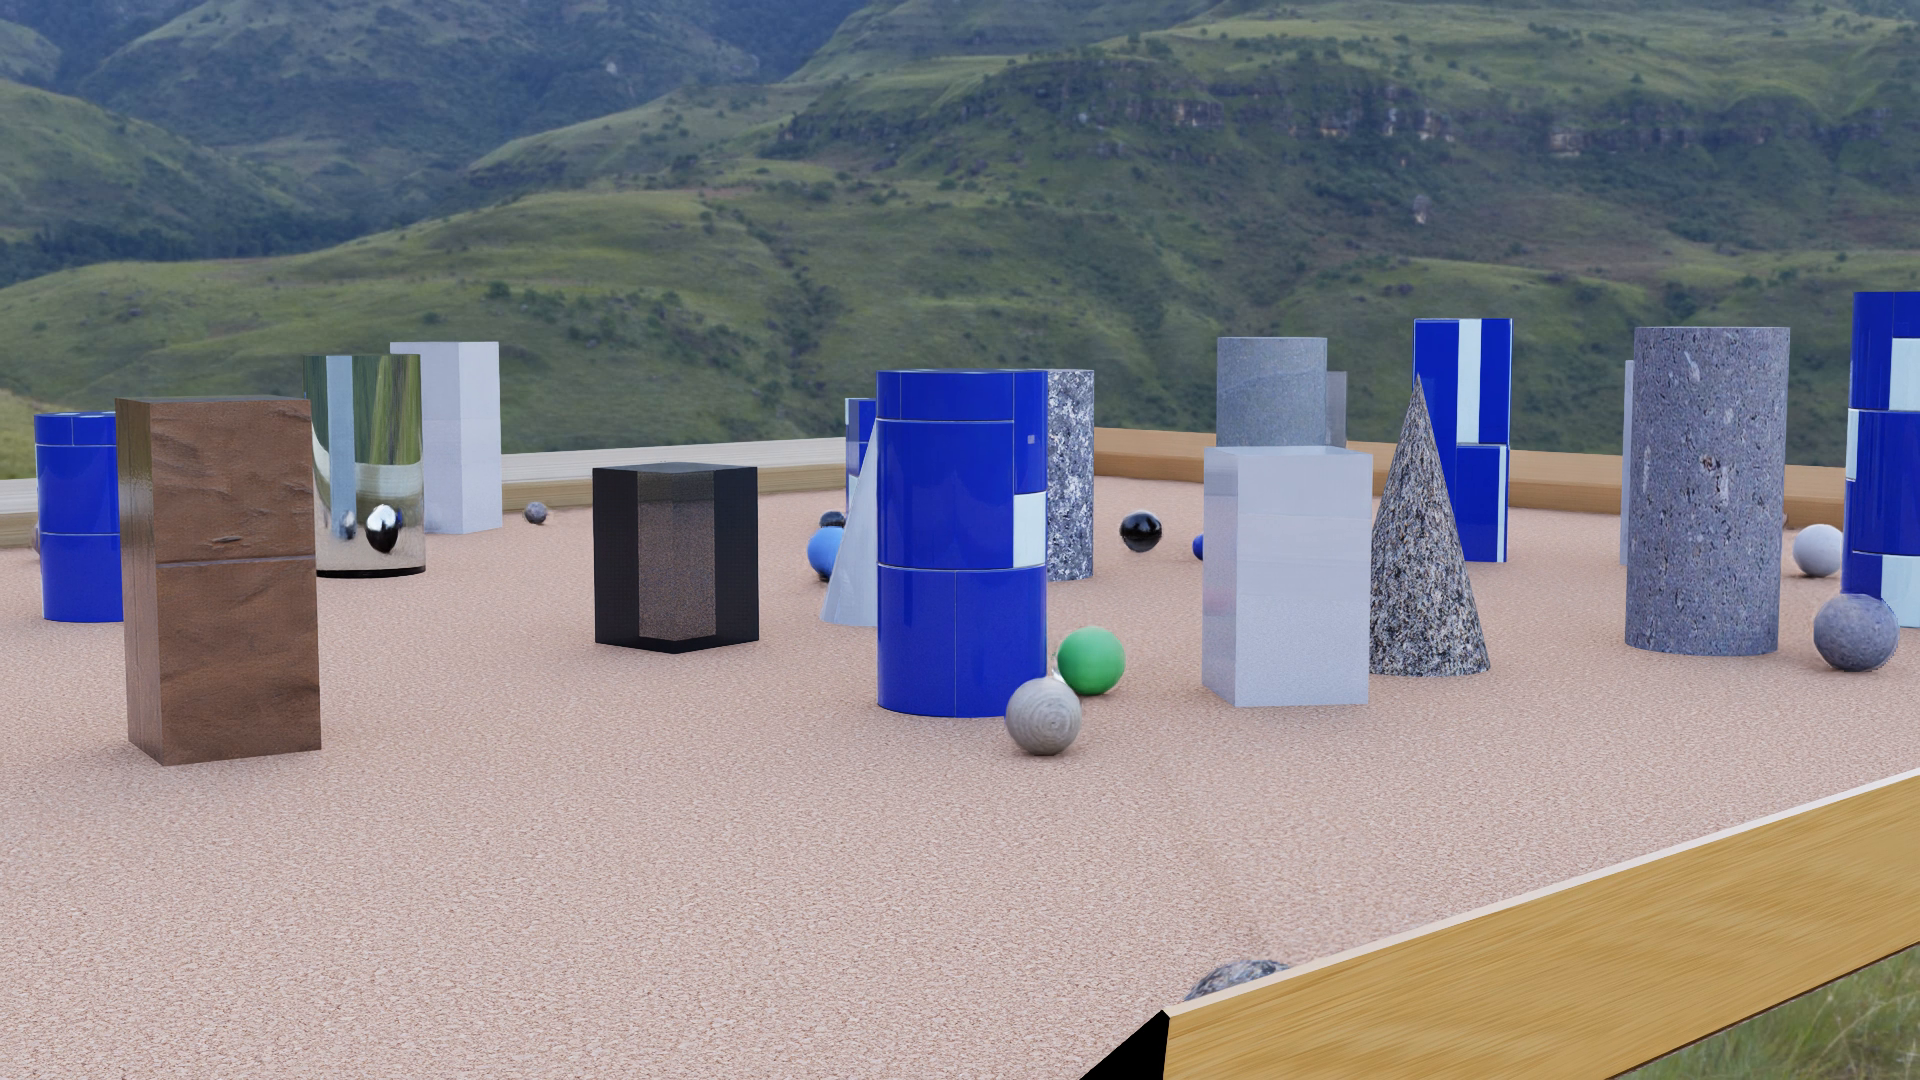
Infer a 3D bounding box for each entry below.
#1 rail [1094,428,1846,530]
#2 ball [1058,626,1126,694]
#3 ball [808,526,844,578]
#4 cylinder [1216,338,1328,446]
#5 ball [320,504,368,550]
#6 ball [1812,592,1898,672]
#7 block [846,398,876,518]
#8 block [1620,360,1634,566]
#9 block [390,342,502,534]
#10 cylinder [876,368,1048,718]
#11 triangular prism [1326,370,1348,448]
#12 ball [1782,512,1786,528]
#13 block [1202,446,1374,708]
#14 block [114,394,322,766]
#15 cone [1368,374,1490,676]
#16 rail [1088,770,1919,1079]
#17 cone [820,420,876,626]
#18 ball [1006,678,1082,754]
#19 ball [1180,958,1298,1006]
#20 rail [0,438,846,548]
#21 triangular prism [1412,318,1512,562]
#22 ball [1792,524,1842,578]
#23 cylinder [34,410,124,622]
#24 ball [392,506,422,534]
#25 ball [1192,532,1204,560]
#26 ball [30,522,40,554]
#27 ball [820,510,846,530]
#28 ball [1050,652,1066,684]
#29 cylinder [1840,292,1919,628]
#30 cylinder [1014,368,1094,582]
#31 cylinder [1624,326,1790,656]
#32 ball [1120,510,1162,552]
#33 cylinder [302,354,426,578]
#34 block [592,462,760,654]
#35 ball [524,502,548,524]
[{"bbox_3d":[1.487,-0.111,4.697,0.045,0.126,3.567,-6,8,-42],"label":"rail"},{"bbox_3d":[0.152,0.140,2.546,0.079,0.079,0.079,0,6,0],"label":"ball"},{"bbox_3d":[-0.210,0.021,3.644,0.086,0.086,0.086,0,6,0],"label":"ball"},{"bbox_3d":[0.553,-0.162,3.916,0.193,0.394,0.193,0,6,0],"label":"cylinder"},{"bbox_3d":[-1.141,-0.025,4.074,0.087,0.087,0.087,0,6,0],"label":"ball"},{"bbox_3d":[1.103,0.114,2.710,0.097,0.097,0.097,0,6,0],"label":"ball"},{"bbox_3d":[-0.143,-0.155,4.481,0.155,0.262,0.155,-1,6,-13],"label":"block"},{"bbox_3d":[1.255,-0.130,3.787,0.155,0.355,0.155,-3,6,-23],"label":"block"},{"bbox_3d":[-1.036,-0.210,4.441,0.155,0.378,0.155,2,6,18],"label":"block"},{"bbox_3d":[0.002,-0.002,2.479,0.193,0.376,0.193,0,6,0],"label":"cylinder"},{"bbox_3d":[0.661,-0.170,4.313,0.167,0.325,0.145,0,6,0],"label":"triangular prism"},{"bbox_3d":[1.651,-0.042,4.451,0.042,0.042,0.042,0,6,0],"label":"ball"},{"bbox_3d":[0.375,0.038,2.540,0.155,0.283,0.155,-1,6,-8],"label":"block"},{"bbox_3d":[-0.754,0.034,2.235,0.155,0.355,0.155,-4,7,-32],"label":"block"},{"bbox_3d":[0.569,-0.027,2.748,0.193,0.368,0.193,0,6,0],"label":"cone"},{"bbox_3d":[1.193,0.168,2.046,4.095,0.126,0.045,-6,8,-42],"label":"rail"},{"bbox_3d":[-0.108,-0.054,3.171,0.193,0.335,0.193,0,6,0],"label":"cone"},{"bbox_3d":[0.084,0.176,2.206,0.077,0.077,0.077,0,6,0],"label":"ball"},{"bbox_3d":[0.162,0.275,1.192,0.094,0.094,0.094,0,6,0],"label":"ball"},{"bbox_3d":[-1.193,-0.102,4.618,4.095,0.126,0.045,-6,8,-42],"label":"rail"},{"bbox_3d":[0.903,-0.183,3.952,0.167,0.428,0.145,2,6,16],"label":"triangular prism"},{"bbox_3d":[1.432,0.018,3.662,0.088,0.088,0.088,0,6,0],"label":"ball"},{"bbox_3d":[-1.242,-0.038,3.212,0.193,0.293,0.193,0,6,0],"label":"cylinder"},{"bbox_3d":[-1.096,-0.040,4.357,0.058,0.058,0.058,0,6,0],"label":"ball"},{"bbox_3d":[0.436,0.012,3.894,0.051,0.051,0.051,0,6,0],"label":"ball"},{"bbox_3d":[-1.615,-0.005,3.925,0.079,0.079,0.079,0,6,0],"label":"ball"},{"bbox_3d":[-0.252,-0.036,4.363,0.049,0.049,0.049,0,6,0],"label":"ball"},{"bbox_3d":[0.129,0.150,2.618,0.043,0.043,0.043,0,6,0],"label":"ball"},{"bbox_3d":[1.371,-0.119,3.143,0.193,0.468,0.193,0,6,0],"label":"cylinder"},{"bbox_3d":[0.127,-0.112,3.682,0.193,0.343,0.193,0,6,0],"label":"cylinder"},{"bbox_3d":[0.985,-0.069,2.903,0.193,0.420,0.193,0,6,0],"label":"cylinder"},{"bbox_3d":[0.333,-0.017,4.045,0.077,0.077,0.077,0,6,0],"label":"ball"},{"bbox_3d":[-1.007,-0.129,3.719,0.193,0.368,0.193,0,6,0],"label":"cylinder"},{"bbox_3d":[-0.380,0.020,2.942,0.155,0.235,0.155,5,8,39],"label":"block"},{"bbox_3d":[-0.880,-0.055,4.560,0.046,0.046,0.046,0,6,0],"label":"ball"}]
